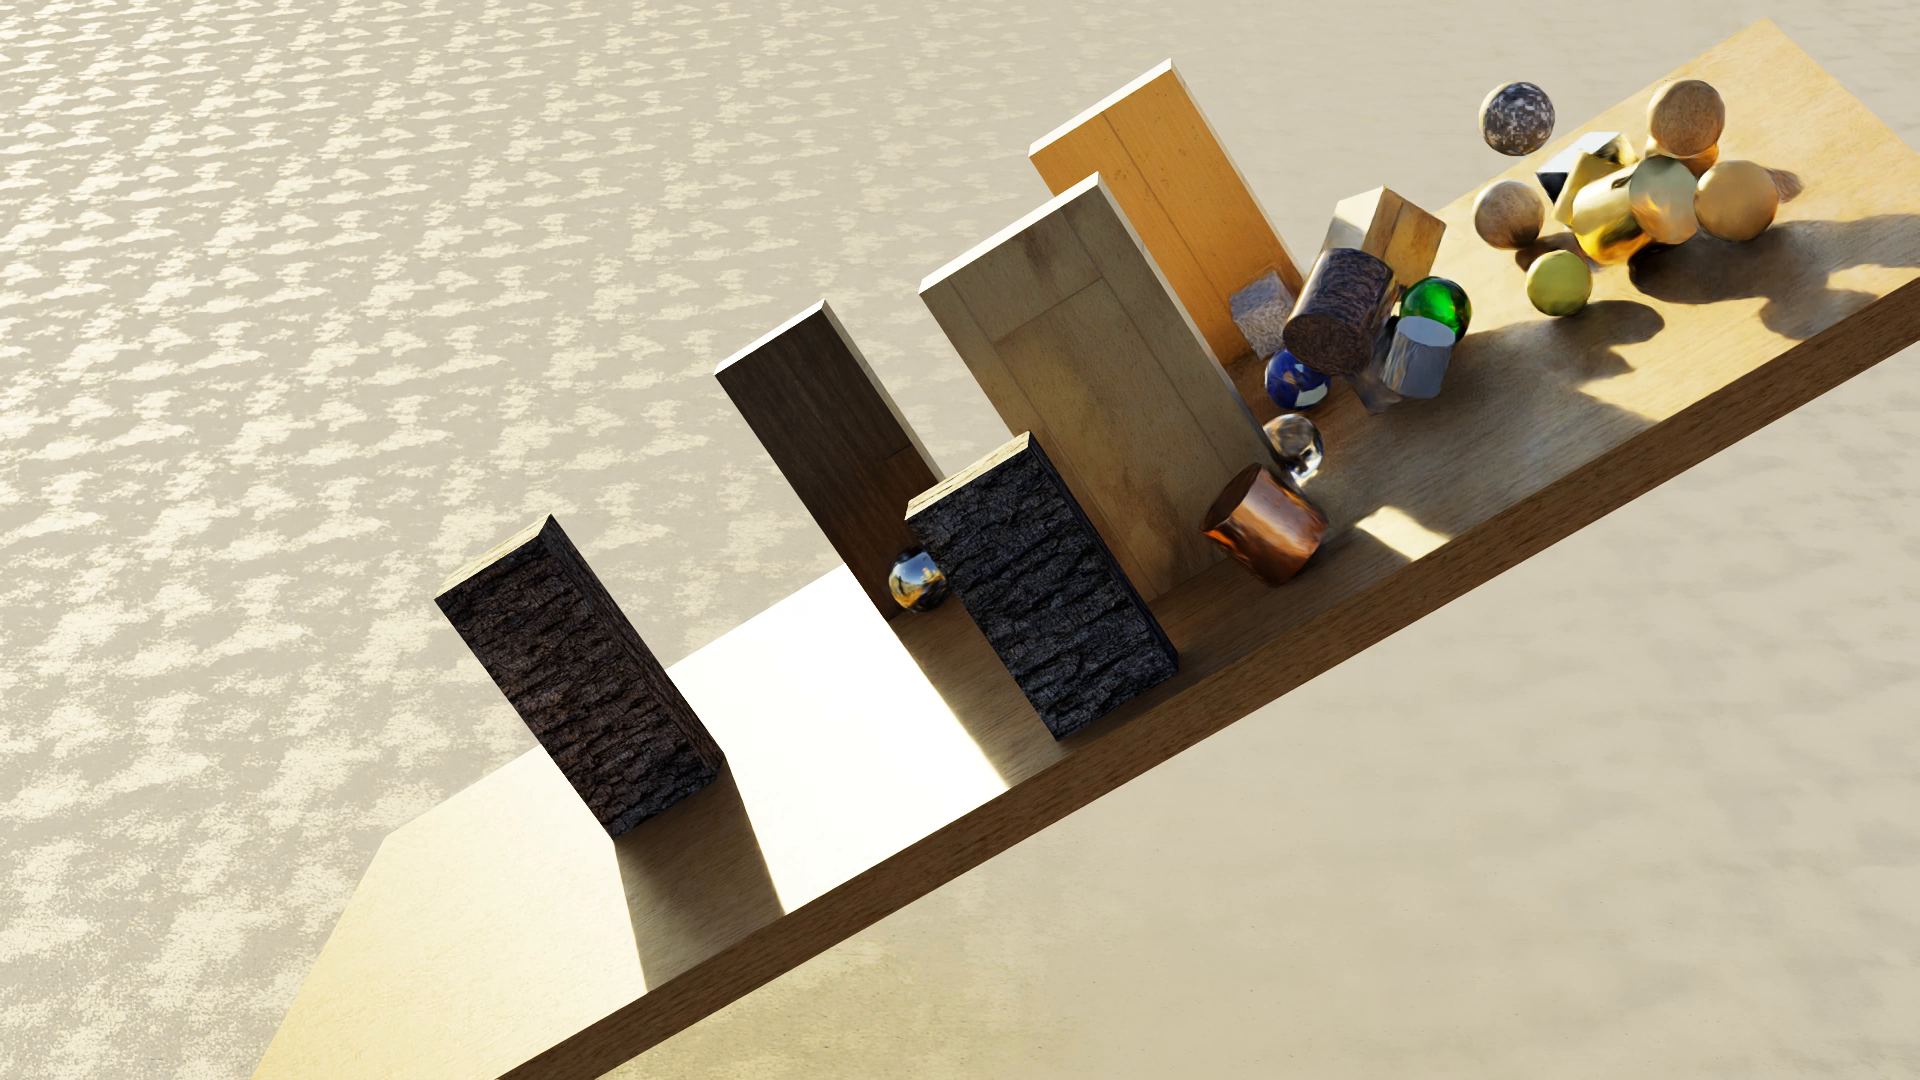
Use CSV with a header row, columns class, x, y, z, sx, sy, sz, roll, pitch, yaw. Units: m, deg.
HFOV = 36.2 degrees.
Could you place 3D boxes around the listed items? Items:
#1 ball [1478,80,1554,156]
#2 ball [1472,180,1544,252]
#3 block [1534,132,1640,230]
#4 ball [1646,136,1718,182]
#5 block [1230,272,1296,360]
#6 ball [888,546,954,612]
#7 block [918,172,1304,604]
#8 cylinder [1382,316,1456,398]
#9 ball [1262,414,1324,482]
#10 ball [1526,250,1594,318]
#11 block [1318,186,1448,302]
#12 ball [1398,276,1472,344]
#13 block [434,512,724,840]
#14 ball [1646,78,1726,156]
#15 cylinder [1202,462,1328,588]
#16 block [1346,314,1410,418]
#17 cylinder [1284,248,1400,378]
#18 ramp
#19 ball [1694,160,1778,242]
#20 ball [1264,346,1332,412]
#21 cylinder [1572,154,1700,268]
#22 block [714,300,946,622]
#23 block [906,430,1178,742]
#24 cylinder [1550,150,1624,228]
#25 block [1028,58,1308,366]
class,x,y,z,sx,sy,sz,roll,pitch,yaw
ball,1.112,-0.841,5.873,0.150,0.150,0.150,0,20,0
ball,1.175,-0.695,6.301,0.154,0.154,0.154,0,20,0
block,1.330,-0.751,6.158,0.147,0.147,0.147,-37,15,-10
ball,1.471,-0.792,5.993,0.144,0.144,0.144,0,20,0
block,0.706,-0.516,6.754,0.122,0.122,0.122,-30,27,16
ball,-0.084,0.088,6.541,0.148,0.148,0.148,0,20,0
block,0.299,-0.279,5.678,0.399,0.762,0.105,-31,15,14
cylinder,0.905,-0.361,5.803,0.118,0.118,0.118,9,32,-6
ball,0.653,-0.182,5.829,0.134,0.134,0.134,0,20,0
ball,1.172,-0.501,5.751,0.130,0.130,0.130,0,20,0
block,0.885,-0.616,6.200,0.171,0.171,0.171,27,-16,-21
ball,0.973,-0.465,6.021,0.149,0.149,0.149,0,20,0
block,-0.827,0.302,6.434,0.279,0.670,0.144,-31,15,14
ball,1.397,-0.813,5.659,0.149,0.149,0.149,0,20,0
cylinder,0.562,-0.028,5.421,0.165,0.165,0.165,38,17,-10
block,0.858,-0.354,5.959,0.129,0.129,0.129,-29,16,20
cylinder,0.734,-0.438,5.662,0.176,0.176,0.176,10,55,26
ramp,0.140,0.170,6.294,4.000,0.100,2.000,-31,15,14
ball,1.457,-0.637,5.524,0.155,0.155,0.155,0,20,0
ball,0.713,-0.342,6.204,0.142,0.142,0.142,0,20,0
cylinder,1.320,-0.640,5.733,0.178,0.178,0.178,-11,-5,-27
block,-0.234,-0.174,6.612,0.287,0.694,0.082,-31,15,14
block,0.152,0.086,5.349,0.260,0.509,0.101,-31,15,14
cylinder,1.284,-0.689,5.918,0.146,0.146,0.146,22,10,-4
block,0.501,-0.728,6.835,0.381,0.664,0.124,-31,15,14
